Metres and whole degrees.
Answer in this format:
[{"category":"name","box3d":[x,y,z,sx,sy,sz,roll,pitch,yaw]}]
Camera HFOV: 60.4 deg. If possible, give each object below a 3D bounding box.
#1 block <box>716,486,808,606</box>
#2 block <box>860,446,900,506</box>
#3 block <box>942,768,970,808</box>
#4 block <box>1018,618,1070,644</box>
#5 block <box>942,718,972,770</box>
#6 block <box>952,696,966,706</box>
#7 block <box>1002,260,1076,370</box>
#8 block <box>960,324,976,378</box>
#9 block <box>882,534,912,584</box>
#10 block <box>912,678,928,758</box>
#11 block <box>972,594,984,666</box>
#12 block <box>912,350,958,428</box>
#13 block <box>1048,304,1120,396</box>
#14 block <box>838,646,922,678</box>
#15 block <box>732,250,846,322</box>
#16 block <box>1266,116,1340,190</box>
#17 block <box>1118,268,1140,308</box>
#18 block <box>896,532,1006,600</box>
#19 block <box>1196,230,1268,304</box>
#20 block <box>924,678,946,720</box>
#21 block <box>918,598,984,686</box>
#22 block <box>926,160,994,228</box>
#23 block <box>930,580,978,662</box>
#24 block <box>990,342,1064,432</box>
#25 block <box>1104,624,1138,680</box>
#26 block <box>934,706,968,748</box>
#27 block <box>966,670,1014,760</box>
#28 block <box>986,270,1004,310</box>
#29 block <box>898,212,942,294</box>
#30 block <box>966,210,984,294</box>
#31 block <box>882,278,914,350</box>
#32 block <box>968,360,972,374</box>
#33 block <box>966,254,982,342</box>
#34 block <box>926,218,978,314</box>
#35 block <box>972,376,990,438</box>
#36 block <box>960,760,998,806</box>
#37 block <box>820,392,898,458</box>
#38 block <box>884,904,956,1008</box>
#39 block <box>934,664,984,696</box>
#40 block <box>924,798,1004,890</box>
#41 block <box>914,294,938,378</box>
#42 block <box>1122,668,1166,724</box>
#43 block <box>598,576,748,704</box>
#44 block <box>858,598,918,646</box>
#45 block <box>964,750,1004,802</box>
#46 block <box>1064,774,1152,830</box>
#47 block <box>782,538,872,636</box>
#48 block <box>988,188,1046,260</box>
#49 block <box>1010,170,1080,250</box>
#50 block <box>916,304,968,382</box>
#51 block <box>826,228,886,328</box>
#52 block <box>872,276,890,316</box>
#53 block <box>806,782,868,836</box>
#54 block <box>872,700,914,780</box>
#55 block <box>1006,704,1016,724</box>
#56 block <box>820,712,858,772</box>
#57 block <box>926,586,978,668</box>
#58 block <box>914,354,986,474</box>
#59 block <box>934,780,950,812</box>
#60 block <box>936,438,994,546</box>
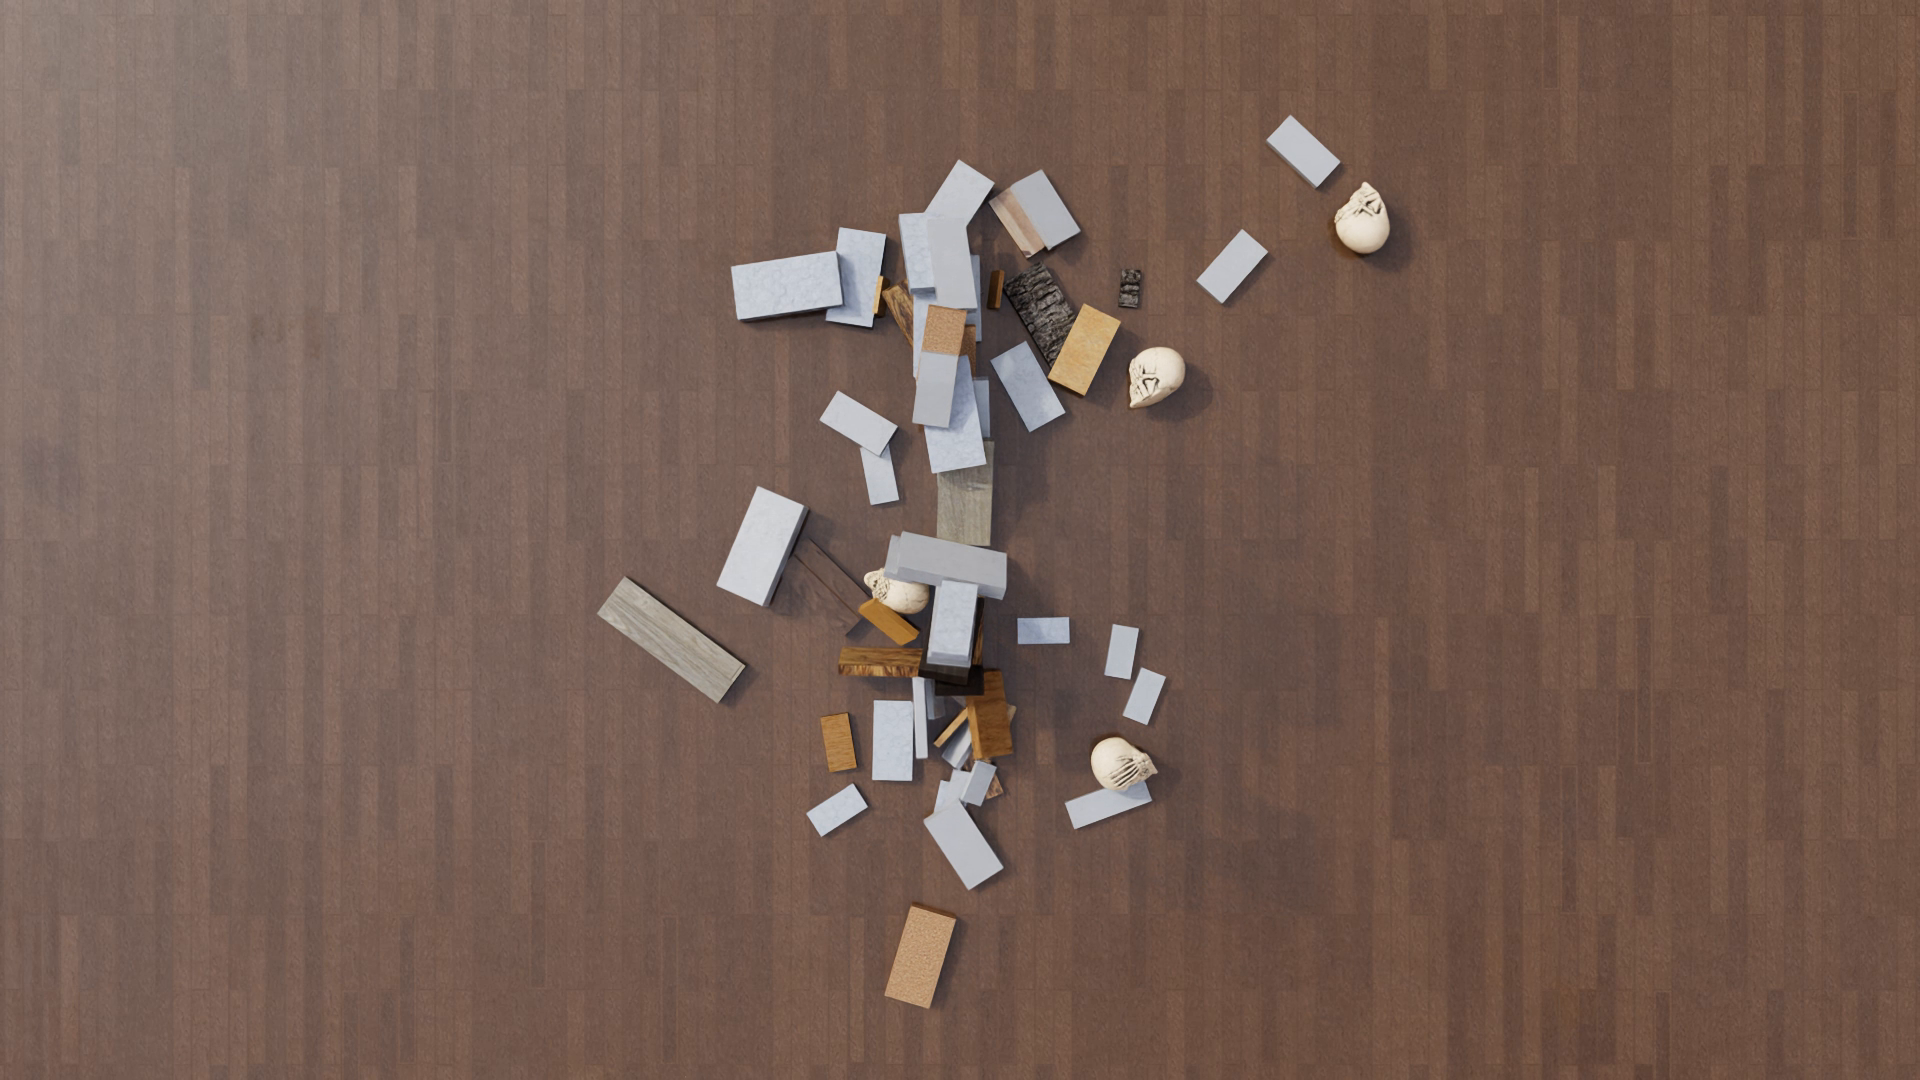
[{"category":"block","box3d":[-0.652,0.022,5.451,0.178,0.050,0.355,23,90,16]},{"category":"block","box3d":[-0.267,-0.220,5.487,0.095,0.027,0.193,-11,90,0]},{"category":"block","box3d":[-0.004,0.832,5.463,0.071,0.020,0.142,14,94,-7]},{"category":"block","box3d":[0.277,0.301,5.488,0.171,0.024,0.086,-1,90,0]},{"category":"block","box3d":[0.016,0.665,5.458,0.025,0.087,0.175,33,90,-37]},{"category":"block","box3d":[-0.003,0.482,5.435,0.081,0.023,0.162,-44,135,0]},{"category":"block","box3d":[0.296,-0.732,5.478,0.155,0.044,0.359,-31,90,0]},{"category":"block","box3d":[-0.016,-0.571,5.426,0.136,0.039,0.273,-1,111,0]},{"category":"block","box3d":[-0.193,0.062,5.414,0.095,0.190,0.027,15,128,-5]},{"category":"block","box3d":[-0.130,0.579,5.434,0.037,0.131,0.263,-3,90,0]},{"category":"block","box3d":[-0.003,0.261,5.385,0.157,0.045,0.315,3,52,0]},{"category":"block","box3d":[-0.079,-0.480,5.235,0.117,0.033,0.233,8,110,0]},{"category":"block","box3d":[0.408,-0.626,5.437,0.135,0.038,0.271,26,90,0]},{"category":"block","box3d":[-0.223,0.402,5.426,0.343,0.131,0.037,1,113,2]},{"category":"block","box3d":[-0.567,-0.837,5.449,0.355,0.050,0.178,-7,88,7]},{"category":"block","box3d":[1.140,-1.290,5.484,0.229,0.032,0.114,43,90,0]},{"category":"block","box3d":[0.564,-0.838,5.491,0.062,0.017,0.123,6,90,0]},{"category":"block","box3d":[-0.026,0.083,5.392,0.356,0.178,0.050,12,129,-8]},{"category":"block","box3d":[0.902,-0.908,5.484,0.114,0.032,0.229,42,90,0]},{"category":"block","box3d":[-0.084,0.507,5.456,0.023,0.081,0.162,-4,92,27]},{"category":"block","box3d":[-0.027,0.311,5.288,0.157,0.045,0.315,10,52,4]},{"category":"block","box3d":[-0.022,-1.094,5.440,0.141,0.040,0.282,33,90,0]},{"category":"block","box3d":[-0.016,0.255,5.233,0.117,0.033,0.278,7,52,2]},{"category":"block","box3d":[0.224,-0.508,5.481,0.135,0.038,0.271,-29,90,0]},{"category":"block","box3d":[0.537,0.372,5.488,0.085,0.024,0.171,10,90,0]},{"category":"block","box3d":[-0.024,0.616,5.459,0.023,0.081,0.162,43,90,0]},{"category":"block","box3d":[0.092,0.573,5.409,0.138,0.039,0.275,-2,80,-41]},{"category":"block","box3d":[0.118,-0.830,5.469,0.017,0.062,0.123,8,90,-27]},{"category":"block","box3d":[-0.113,-0.929,5.339,0.135,0.038,0.281,-5,68,-9]},{"category":"block","box3d":[0.003,-0.960,5.480,0.141,0.040,0.282,-2,90,0]},{"category":"block","box3d":[-0.114,-0.713,5.415,0.155,0.044,0.311,-26,109,9]},{"category":"block","box3d":[-0.019,-0.446,5.432,0.136,0.039,0.273,-7,111,2]},{"category":"block","box3d":[-0.003,-0.797,5.445,0.141,0.040,0.282,-2,105,0]},{"category":"block","box3d":[-0.027,-0.879,5.288,0.122,0.035,0.337,-4,67,-9]},{"category":"block","box3d":[0.009,-0.355,5.416,0.177,0.050,0.355,-2,110,0]},{"category":"block","box3d":[0.062,0.802,5.452,0.071,0.020,0.142,23,90,-24]},{"category":"block","box3d":[-0.335,-0.384,5.467,0.233,0.033,0.117,31,84,5]},{"category":"block","box3d":[-0.132,1.381,5.478,0.154,0.044,0.309,17,90,0]},{"category":"block","box3d":[-0.010,0.373,5.365,0.158,0.315,0.045,0,134,-4]},{"category":"block","box3d":[0.012,1.006,5.457,0.138,0.039,0.275,-32,100,0]},{"category":"block","box3d":[-0.082,-0.664,5.341,0.136,0.039,0.273,0,93,0]},{"category":"block","box3d":[0.612,0.519,5.488,0.086,0.024,0.171,21,90,0]},{"category":"block","box3d":[-0.956,0.331,5.478,0.498,0.044,0.154,37,90,0]},{"category":"block","box3d":[-0.236,0.269,5.429,0.190,0.095,0.027,40,53,-16]},{"category":"block","box3d":[0.072,0.774,5.488,0.087,0.025,0.175,-22,90,0]},{"category":"block","box3d":[0.493,0.870,5.487,0.274,0.026,0.092,-20,90,0]},{"category":"block","box3d":[-0.442,0.158,5.478,0.309,0.044,0.154,44,90,0]},{"category":"block","box3d":[0.205,-1.059,5.484,0.114,0.032,0.229,-35,90,0]},{"category":"block","box3d":[0.282,-1.093,5.459,0.122,0.035,0.244,-32,89,-22]},{"category":"block","box3d":[-0.058,-0.614,5.221,0.122,0.035,0.244,10,110,-1]},{"category":"block","box3d":[-0.345,-0.869,5.478,0.155,0.044,0.311,9,90,0]},{"category":"block","box3d":[-0.261,-0.808,5.468,0.017,0.062,0.123,9,90,21]},{"category":"block","box3d":[-0.408,0.897,5.487,0.184,0.026,0.092,-33,90,0]},{"category":"block","box3d":[-0.222,0.665,5.481,0.131,0.037,0.263,1,90,0]},{"category":"block","box3d":[0.113,0.618,5.474,0.087,0.025,0.175,25,81,0]},{"category":"block","box3d":[-0.403,0.673,5.487,0.092,0.026,0.184,-10,90,0]},{"category":"block","box3d":[-0.022,0.276,5.263,0.138,0.039,0.275,6,52,1]},{"category":"block","box3d":[-0.032,-0.405,5.314,0.177,0.050,0.355,-10,95,1]},{"category":"block","box3d":[-0.044,0.875,5.490,0.071,0.020,0.142,12,90,0]},{"category":"block","box3d":[0.017,-0.160,5.423,0.177,0.050,0.355,2,107,0]}]
